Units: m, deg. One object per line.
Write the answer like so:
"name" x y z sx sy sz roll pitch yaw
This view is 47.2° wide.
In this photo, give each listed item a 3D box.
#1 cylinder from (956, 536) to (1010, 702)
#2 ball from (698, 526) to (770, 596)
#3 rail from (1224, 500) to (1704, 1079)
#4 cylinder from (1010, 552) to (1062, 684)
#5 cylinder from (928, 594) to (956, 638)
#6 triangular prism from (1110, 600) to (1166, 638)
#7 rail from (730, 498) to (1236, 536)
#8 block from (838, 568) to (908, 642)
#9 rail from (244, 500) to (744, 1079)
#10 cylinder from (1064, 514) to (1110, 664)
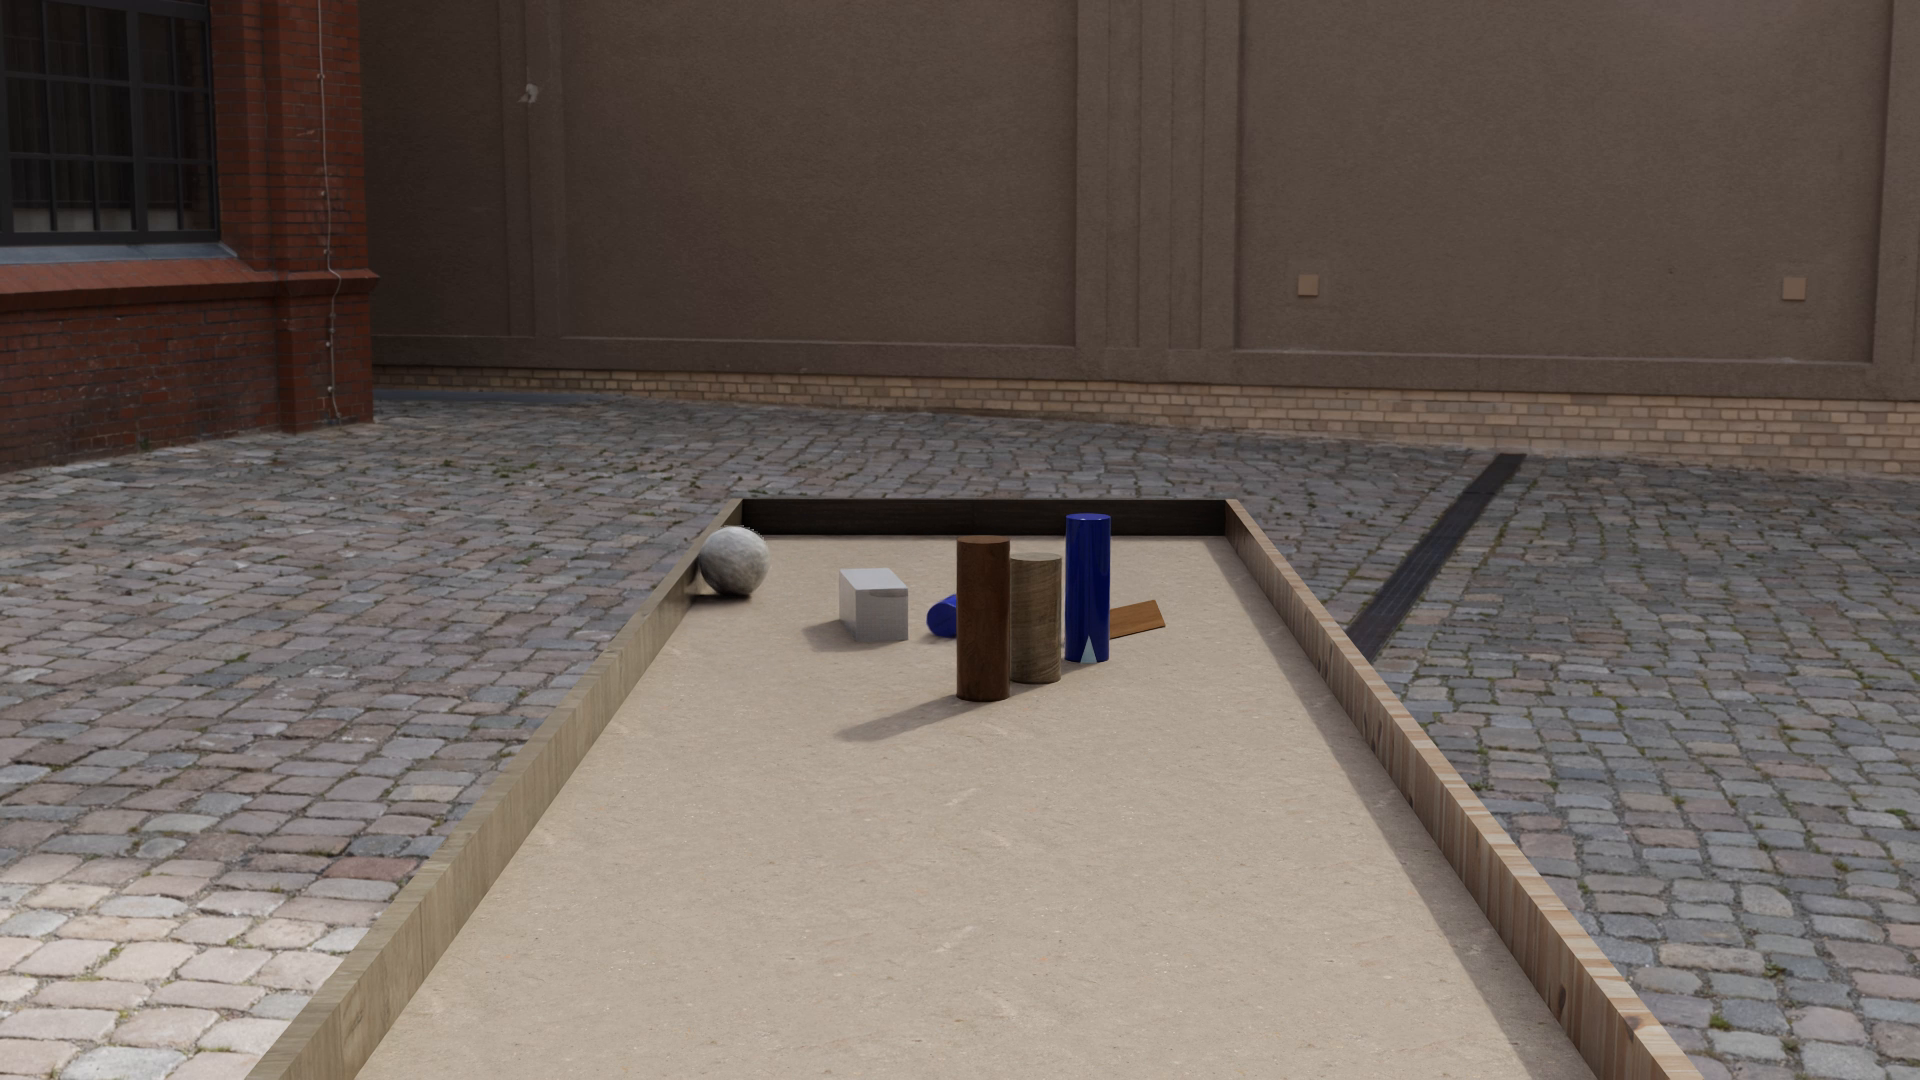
"cylinder" 0.065 0.220 6.187 0.151 0.449 0.151 0 9 0
"ball" -0.796 0.075 7.747 0.247 0.247 0.247 0 9 0
"rail" 1.046 0.843 3.208 0.050 0.150 12.000 0 9 1
"cylinder" 0.219 0.227 6.415 0.154 0.363 0.154 0 9 0
"cylinder" 0.008 0.227 7.219 0.112 0.112 0.403 3 9 17
"triangular prism" 0.503 0.260 7.093 0.095 0.083 0.402 9 12 42
"rail" 0.099 -0.098 9.147 2.100 0.150 0.050 0 9 1
"block" -0.284 0.208 7.158 0.168 0.168 0.386 -2 9 -11
"rail" -1.004 0.839 3.234 0.050 0.150 12.000 0 9 1
"cylinder" 0.388 0.146 6.692 0.137 0.438 0.137 0 9 0
